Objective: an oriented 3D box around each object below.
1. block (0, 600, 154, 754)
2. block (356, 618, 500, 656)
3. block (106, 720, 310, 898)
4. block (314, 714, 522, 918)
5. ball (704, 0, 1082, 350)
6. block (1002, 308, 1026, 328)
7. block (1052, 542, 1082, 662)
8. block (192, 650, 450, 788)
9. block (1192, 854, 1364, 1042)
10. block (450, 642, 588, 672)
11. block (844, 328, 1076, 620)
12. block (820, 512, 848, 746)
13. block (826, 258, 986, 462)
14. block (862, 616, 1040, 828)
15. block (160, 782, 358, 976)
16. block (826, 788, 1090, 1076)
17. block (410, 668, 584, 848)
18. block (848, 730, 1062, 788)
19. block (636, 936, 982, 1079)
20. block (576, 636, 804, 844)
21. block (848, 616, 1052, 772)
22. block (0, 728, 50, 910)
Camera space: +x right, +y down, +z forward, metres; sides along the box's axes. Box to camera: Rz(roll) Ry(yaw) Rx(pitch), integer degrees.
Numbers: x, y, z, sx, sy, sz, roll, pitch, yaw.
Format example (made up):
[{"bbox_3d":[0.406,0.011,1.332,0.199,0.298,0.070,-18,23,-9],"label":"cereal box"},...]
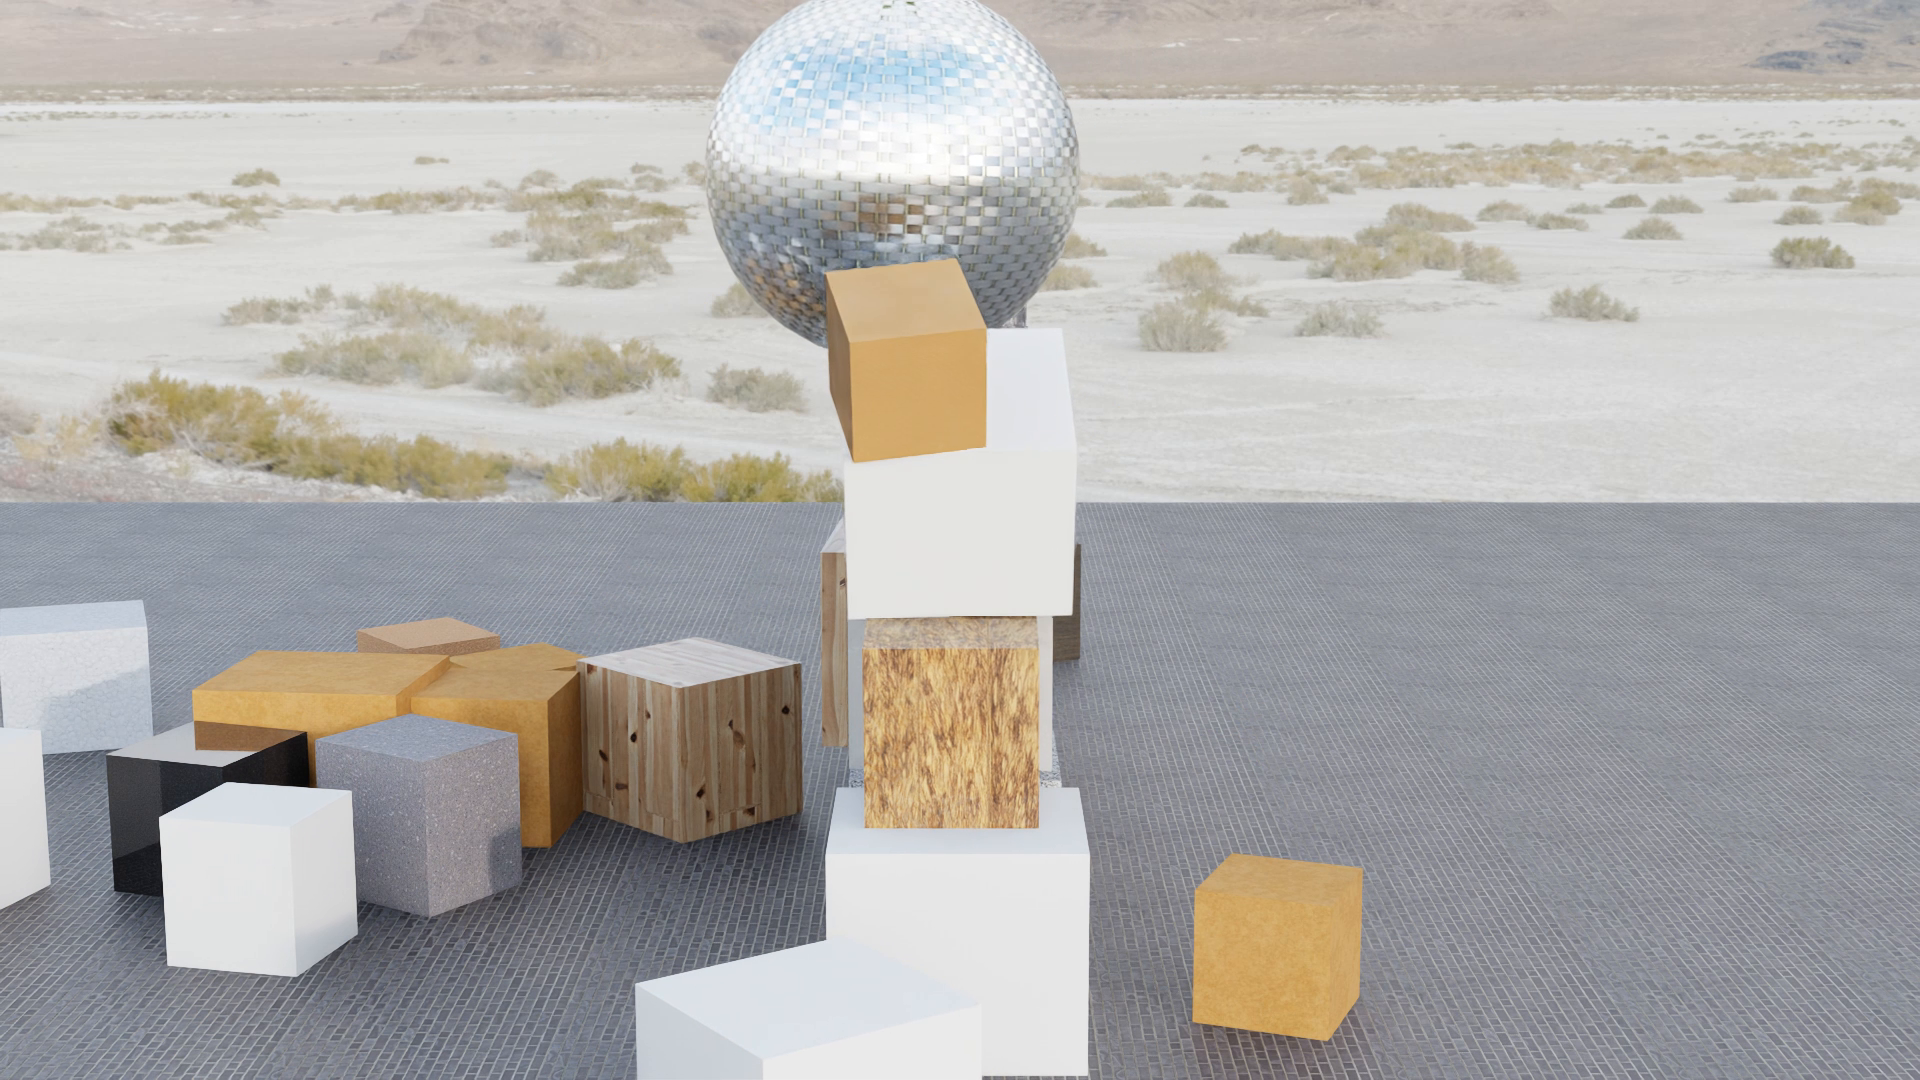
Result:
[{"bbox_3d":[-4.736,0.731,13.749,0.736,0.643,0.743,-4,11,-19],"label":"block"},{"bbox_3d":[-2.852,0.768,13.803,0.543,0.551,0.599,-8,13,-37],"label":"block"},{"bbox_3d":[-3.296,1.191,11.304,0.590,0.613,0.631,4,11,19],"label":"block"},{"bbox_3d":[-2.350,1.184,11.161,0.654,0.676,0.562,7,12,33],"label":"block"},{"bbox_3d":[-0.286,-1.560,10.897,1.600,1.600,1.600,0,10,0],"label":"ball"},{"bbox_3d":[-0.061,-0.860,12.343,0.697,0.754,0.775,1,10,6],"label":"block"},{"bbox_3d":[0.304,0.339,15.722,0.582,0.708,0.735,-5,12,-27],"label":"block"},{"bbox_3d":[-2.965,0.986,12.037,0.947,0.753,0.818,1,10,6],"label":"block"},{"bbox_3d":[1.206,1.530,9.708,0.517,0.516,0.498,4,11,22],"label":"block"},{"bbox_3d":[-2.224,0.891,13.047,0.589,0.579,0.571,-8,13,-39],"label":"block"},{"bbox_3d":[-0.012,-0.259,9.671,0.830,0.733,0.861,-1,35,-1],"label":"block"},{"bbox_3d":[-0.146,0.375,11.158,0.808,0.832,0.953,1,11,4],"label":"block"},{"bbox_3d":[-0.194,-0.644,9.152,0.480,0.491,0.509,-7,35,-10],"label":"block"},{"bbox_3d":[-0.029,0.637,9.517,0.629,0.672,0.674,0,13,0],"label":"block"},{"bbox_3d":[-2.824,1.362,10.363,0.563,0.613,0.528,2,11,13],"label":"block"},{"bbox_3d":[-0.008,1.423,9.452,0.923,0.817,0.851,0,10,0],"label":"block"},{"bbox_3d":[-2.165,1.016,12.058,0.637,0.693,0.615,1,10,6],"label":"block"},{"bbox_3d":[-0.020,1.267,10.243,0.812,0.843,0.759,0,10,0],"label":"block"},{"bbox_3d":[-0.464,1.747,7.826,0.761,0.762,0.755,-7,13,-35],"label":"block"},{"bbox_3d":[-1.297,0.942,12.322,0.737,0.737,0.798,-10,14,-43],"label":"block"},{"bbox_3d":[-0.023,0.428,10.255,0.787,0.802,0.774,0,10,2],"label":"block"},{"bbox_3d":[-4.406,1.213,10.949,0.676,0.696,0.697,3,11,15],"label":"block"}]
